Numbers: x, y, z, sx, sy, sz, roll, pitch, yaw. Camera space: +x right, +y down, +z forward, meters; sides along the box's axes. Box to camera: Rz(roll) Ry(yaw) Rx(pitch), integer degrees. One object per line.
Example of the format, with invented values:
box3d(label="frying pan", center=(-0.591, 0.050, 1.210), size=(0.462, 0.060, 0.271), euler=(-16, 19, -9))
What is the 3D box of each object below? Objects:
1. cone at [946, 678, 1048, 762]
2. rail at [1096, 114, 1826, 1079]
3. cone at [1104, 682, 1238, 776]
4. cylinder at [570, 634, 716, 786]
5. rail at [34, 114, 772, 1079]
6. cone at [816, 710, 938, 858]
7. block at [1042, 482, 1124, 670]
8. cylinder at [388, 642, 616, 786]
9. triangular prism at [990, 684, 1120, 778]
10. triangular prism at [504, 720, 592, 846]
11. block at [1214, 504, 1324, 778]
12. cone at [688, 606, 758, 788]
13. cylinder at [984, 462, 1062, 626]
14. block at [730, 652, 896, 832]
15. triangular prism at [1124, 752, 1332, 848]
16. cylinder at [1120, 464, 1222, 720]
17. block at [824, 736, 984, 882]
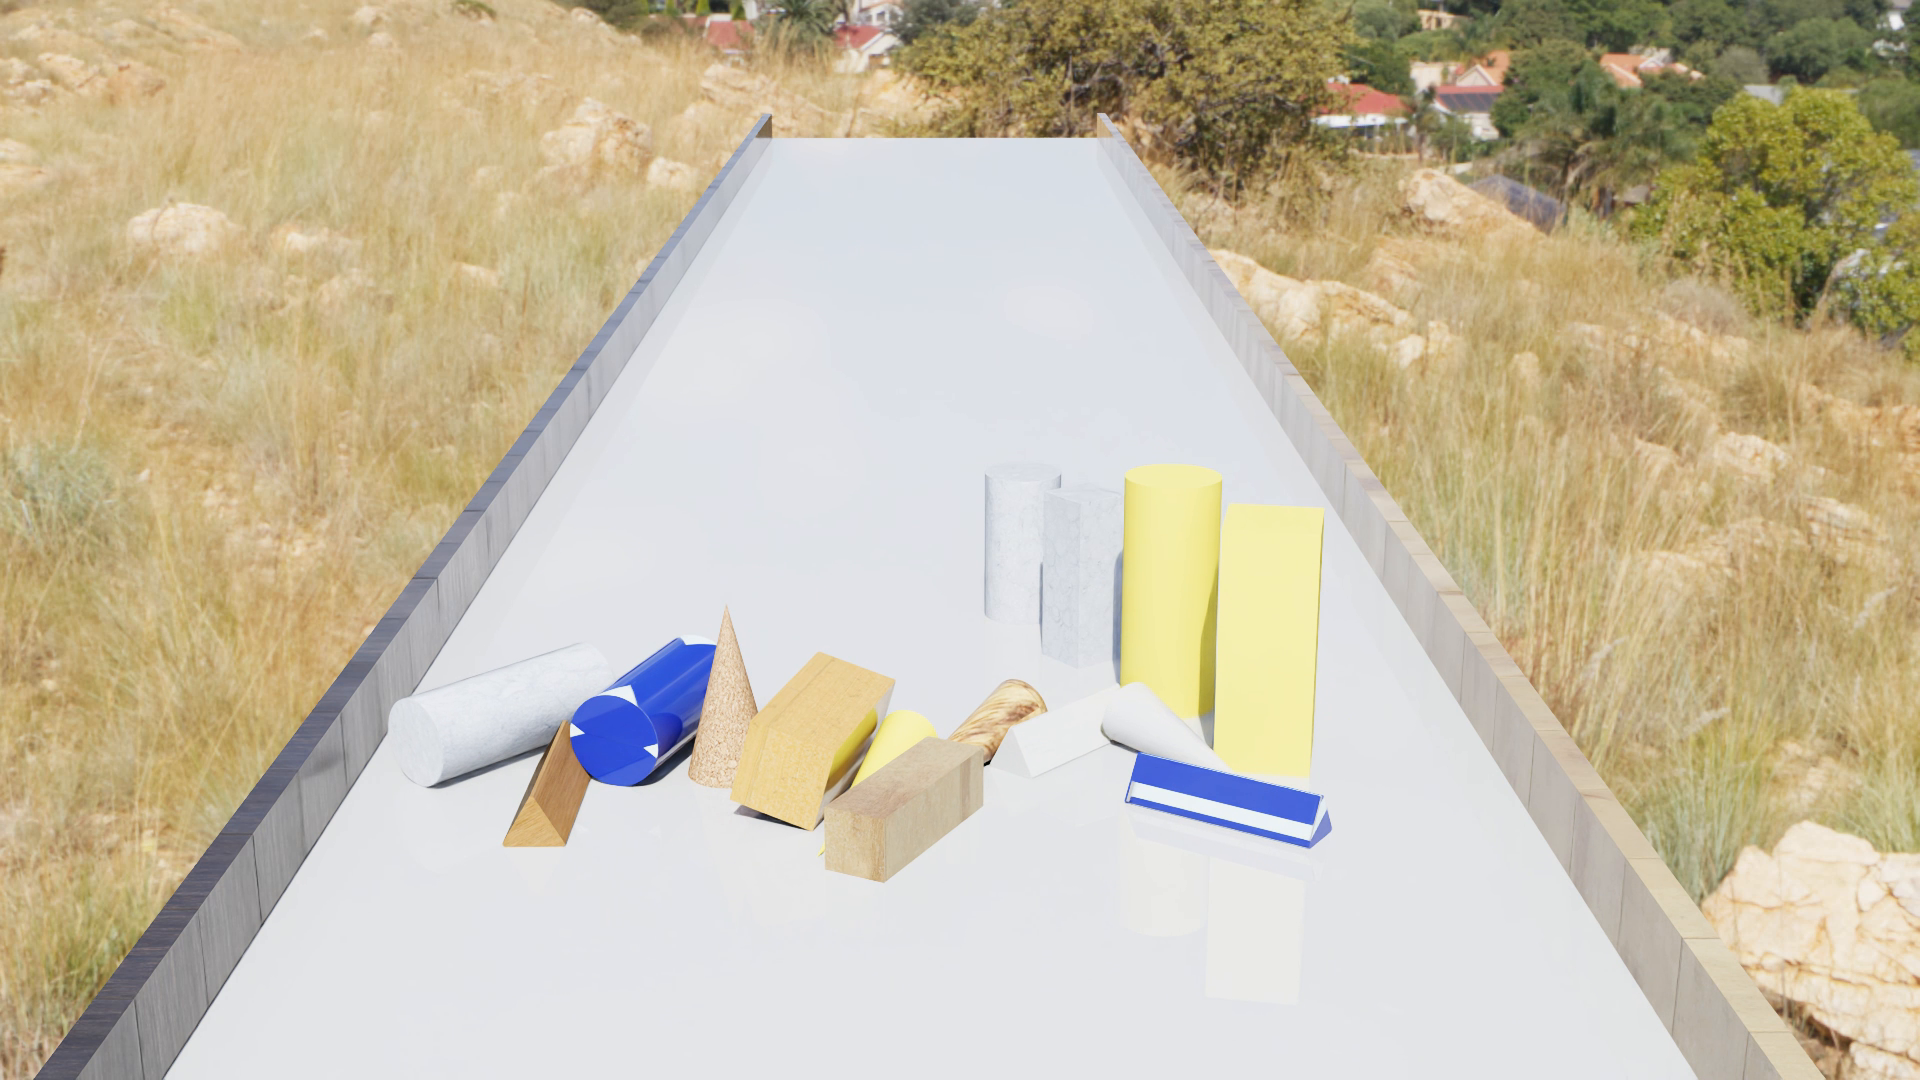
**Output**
box3d(label="cone", center=(-0.018, 0.384, 3.831), size=(0.120, 0.120, 0.432), euler=(12, 28, 35))
box3d(label="rail", center=(0.932, -0.844, 7.801), size=(0.050, 0.150, 12.000), euler=(0, 17, -1))
box3d(label="cone", center=(0.414, 0.380, 3.846), size=(0.117, 0.117, 0.374), euler=(-12, 29, -35))
box3d(label="cylinder", center=(-0.542, 0.300, 3.926), size=(0.167, 0.167, 0.332), euler=(5, 17, 18))
box3d(label="rail", center=(-1.118, -0.838, 7.780), size=(0.050, 0.150, 12.000), euler=(0, 17, -1))
box3d(label="cone", center=(-0.160, 0.428, 3.690), size=(0.110, 0.110, 0.412), euler=(6, 25, 19))
box3d(label="block", center=(0.246, 0.071, 4.391), size=(0.114, 0.341, 0.114), euler=(-12, 20, -35))
box3d(label="cylinder", center=(-0.809, 0.307, 3.919), size=(0.158, 0.158, 0.386), euler=(14, 22, 39))
box3d(label="triangular prism", center=(0.189, 0.335, 3.949), size=(0.095, 0.083, 0.301), euler=(14, 22, 40))
box3d(label="triangular prism", center=(-0.691, 0.405, 3.706), size=(0.099, 0.086, 0.338), euler=(0, 17, -1))
box3d(label="block", center=(0.543, 0.175, 3.864), size=(0.167, 0.442, 0.167), euler=(3, 17, 11))
box3d(label="cone", center=(-0.401, 0.257, 3.816), size=(0.152, 0.312, 0.152), euler=(0, 17, 0))
box3d(label="cylinder", center=(0.132, 0.007, 4.656), size=(0.160, 0.312, 0.160), euler=(0, 17, 0))
box3d(label="block", center=(-0.247, 0.338, 3.764), size=(0.150, 0.150, 0.352), euler=(20, 20, 9))
box3d(label="triangular prism", center=(0.446, 0.424, 3.660), size=(0.341, 0.076, 0.088), euler=(11, 19, 32))
box3d(label="cylinder", center=(0.394, 0.096, 4.122), size=(0.180, 0.446, 0.180), euler=(0, 17, 0))
box3d(label="block", center=(-0.087, 0.434, 3.580), size=(0.107, 0.107, 0.339), euler=(9, 19, 27))
